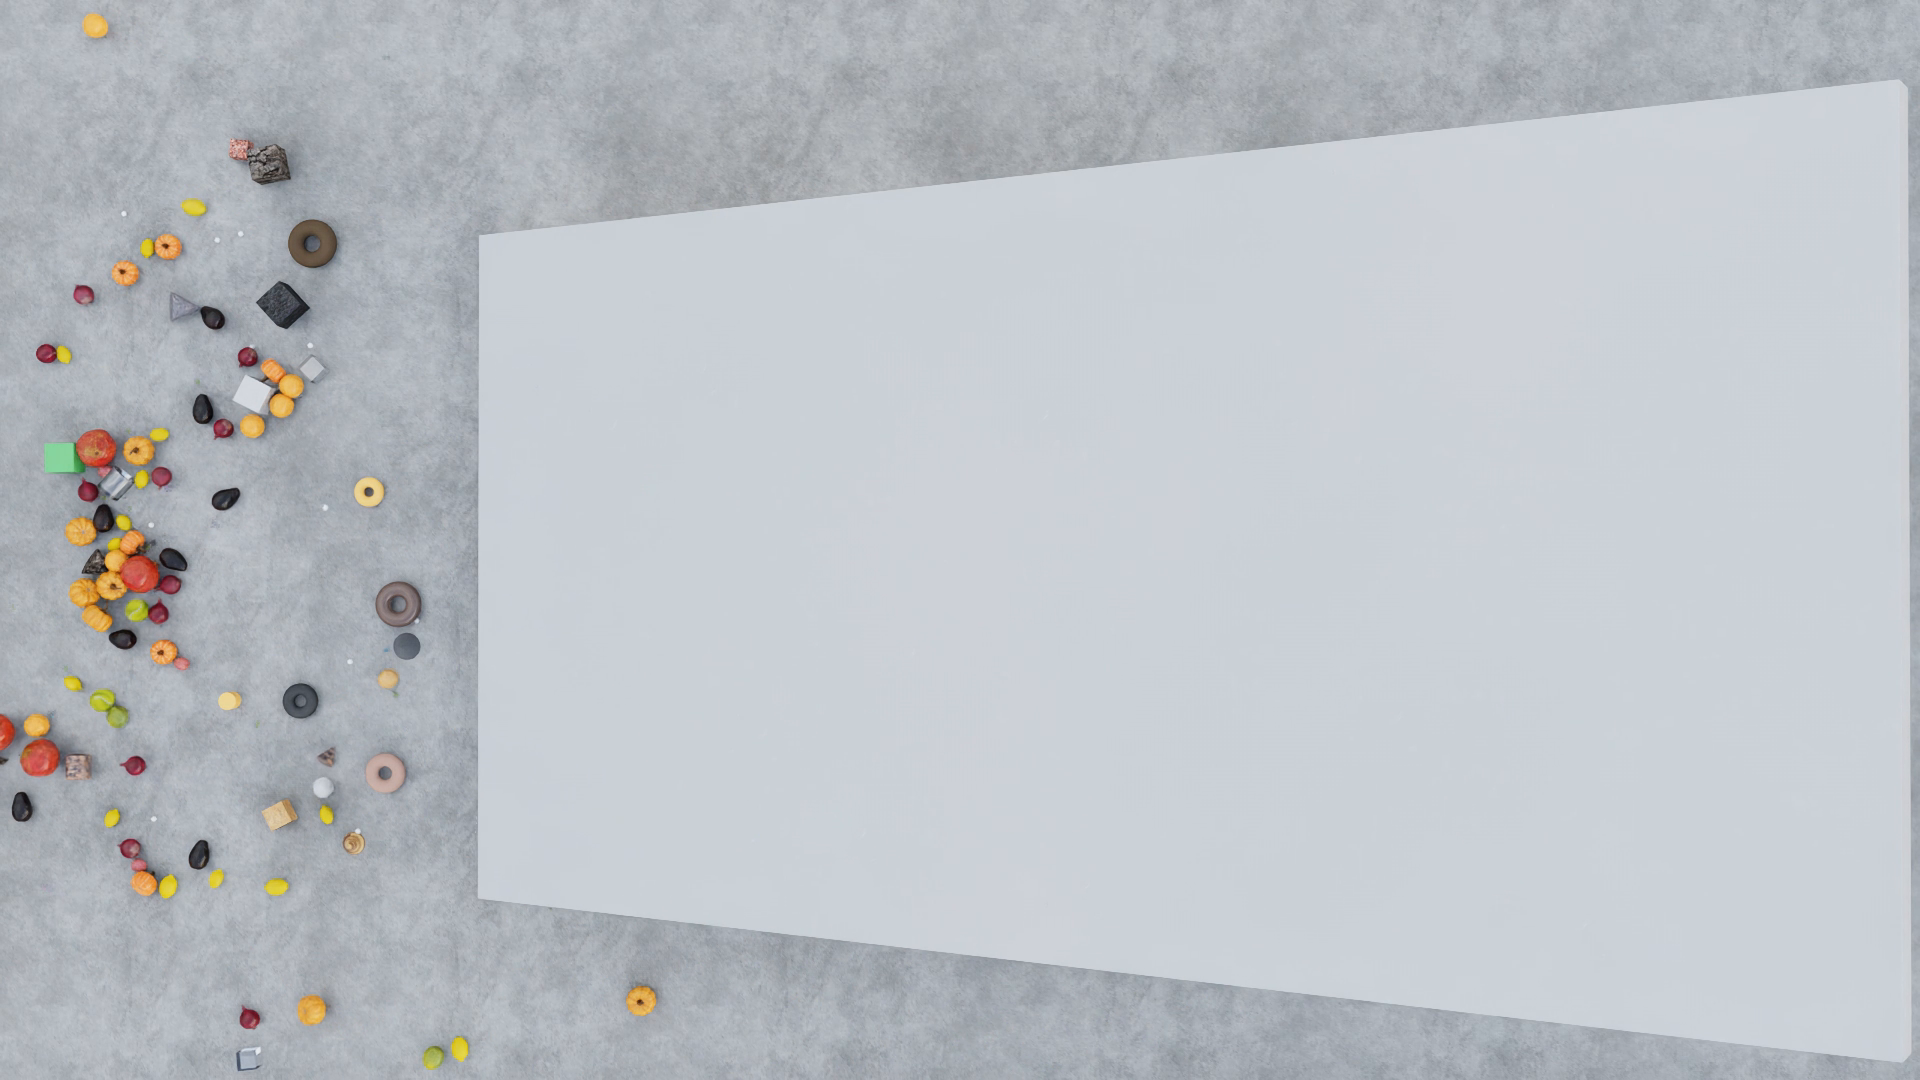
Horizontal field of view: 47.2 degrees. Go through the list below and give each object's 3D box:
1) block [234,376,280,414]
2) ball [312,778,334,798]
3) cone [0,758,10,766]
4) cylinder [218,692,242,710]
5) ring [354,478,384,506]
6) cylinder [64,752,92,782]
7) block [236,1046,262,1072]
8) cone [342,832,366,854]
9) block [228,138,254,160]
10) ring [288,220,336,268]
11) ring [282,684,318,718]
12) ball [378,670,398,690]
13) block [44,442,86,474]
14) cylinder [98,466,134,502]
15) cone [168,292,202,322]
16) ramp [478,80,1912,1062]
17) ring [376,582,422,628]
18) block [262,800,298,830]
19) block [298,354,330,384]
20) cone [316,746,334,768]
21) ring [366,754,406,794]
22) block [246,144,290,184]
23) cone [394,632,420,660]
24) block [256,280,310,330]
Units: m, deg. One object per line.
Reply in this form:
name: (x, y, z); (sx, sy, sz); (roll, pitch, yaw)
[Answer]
block: (-2.137, -0.441, 6.679); (0.086, 0.086, 0.086); (27, 90, 0)
ball: (-1.935, 0.753, 6.682); (0.059, 0.059, 0.059); (0, 90, 0)
cone: (-2.936, 0.677, 6.694); (0.083, 0.083, 0.083); (-14, 89, -27)
cylinder: (-2.220, 0.489, 6.688); (0.052, 0.052, 0.052); (0, 90, 0)
ring: (-1.801, -0.147, 6.704); (0.092, 0.031, 0.092); (0, 88, 1)
cylinder: (-2.677, 0.689, 6.676); (0.073, 0.073, 0.073); (-12, 70, 0)
block: (-2.159, 1.576, 6.676); (0.056, 0.056, 0.056); (-6, 90, 0)
cone: (-1.850, 0.925, 6.675); (0.070, 0.070, 0.070); (0, 90, 0)
block: (-2.190, -1.189, 6.701); (0.054, 0.054, 0.054); (5, 90, 0)
ring: (-1.973, -0.903, 6.701); (0.148, 0.049, 0.148); (0, 88, 1)
ring: (-2.008, 0.490, 6.696); (0.108, 0.036, 0.108); (0, 88, 0)
ball: (-1.739, 0.423, 6.684); (0.060, 0.060, 0.060); (0, 90, 0)
block: (-2.718, -0.248, 6.677); (0.087, 0.087, 0.087); (-1, 90, 0)
cylinder: (-2.564, -0.171, 6.682); (0.076, 0.076, 0.076); (42, 90, 0)
cone: (-2.356, -0.708, 6.704); (0.092, 0.092, 0.092); (2, 89, -29)
ramp: (0.258, 0.071, 5.595); (4.000, 0.100, 2.000); (0, 89, 33)
ring: (-1.709, 0.196, 6.693); (0.141, 0.047, 0.141); (0, 89, 1)
block: (-2.065, 0.835, 6.677); (0.068, 0.068, 0.068); (-27, 90, 0)
block: (-1.968, -0.520, 6.692); (0.060, 0.060, 0.060); (45, 90, 0)
cone: (-1.922, 0.652, 6.699); (0.058, 0.058, 0.058); (28, 63, 0)
ring: (-1.748, 0.709, 6.692); (0.122, 0.041, 0.122); (0, 90, -1)
block: (-2.101, -1.140, 6.682); (0.092, 0.092, 0.092); (-11, 90, 0)
cone: (-1.689, 0.324, 6.673); (0.083, 0.083, 0.083); (0, 90, 0)
block: (-2.055, -0.713, 6.676); (0.097, 0.097, 0.097); (-43, 90, 0)
